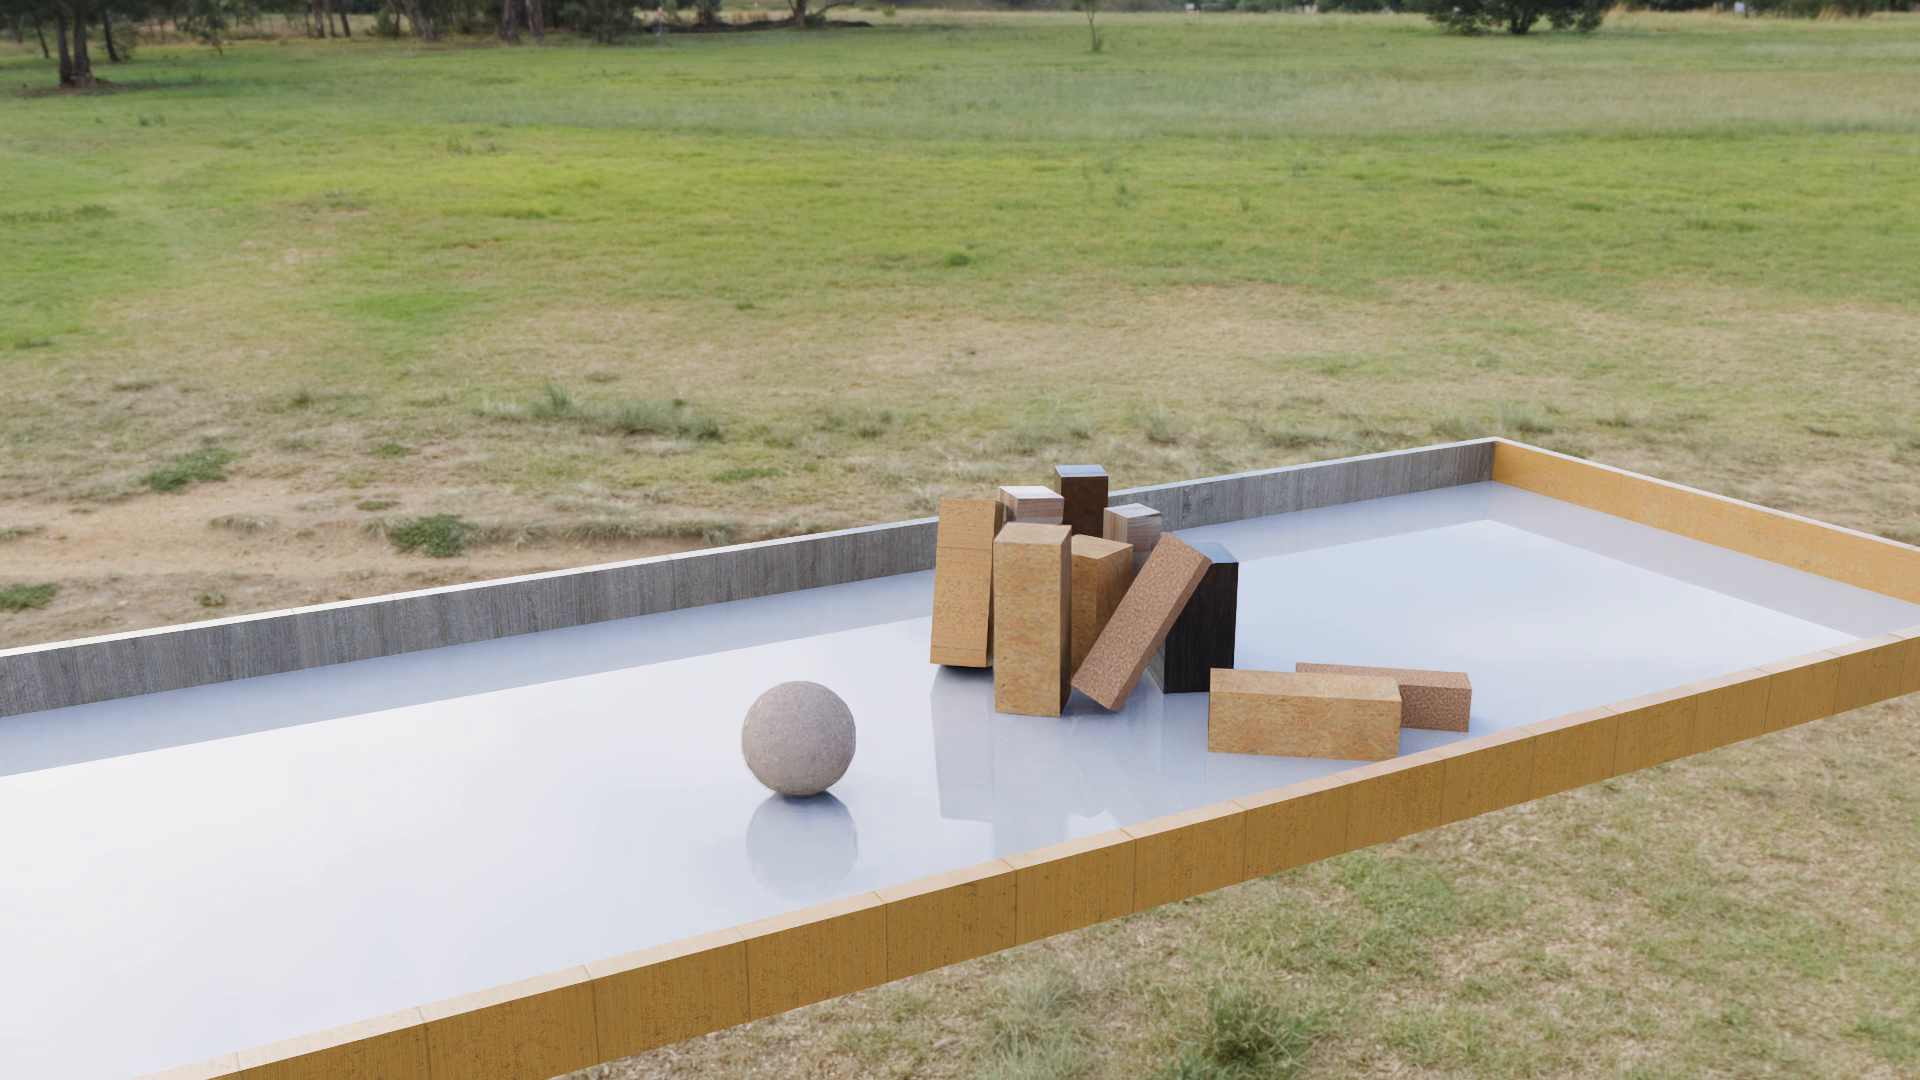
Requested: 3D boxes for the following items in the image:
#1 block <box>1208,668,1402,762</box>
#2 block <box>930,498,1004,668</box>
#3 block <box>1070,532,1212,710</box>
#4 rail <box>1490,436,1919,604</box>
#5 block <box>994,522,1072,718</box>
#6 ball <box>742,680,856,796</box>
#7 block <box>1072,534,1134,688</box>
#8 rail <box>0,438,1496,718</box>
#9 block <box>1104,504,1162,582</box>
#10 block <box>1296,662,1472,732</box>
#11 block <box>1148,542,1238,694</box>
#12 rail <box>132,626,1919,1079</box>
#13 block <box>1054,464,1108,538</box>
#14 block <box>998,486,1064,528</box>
[{"bbox_3d":[0.776,0.396,3.746,0.417,0.147,0.147,2,17,8],"label":"block"},{"bbox_3d":[0.019,0.107,4.204,0.142,0.419,0.142,3,-1,10],"label":"block"},{"bbox_3d":[0.431,0.195,3.914,0.111,0.423,0.111,33,3,19],"label":"block"},{"bbox_3d":[2.466,-0.048,5.253,0.050,0.150,2.100,-9,18,-27],"label":"rail"},{"bbox_3d":[0.176,0.189,3.943,0.158,0.429,0.158,3,18,13],"label":"block"},{"bbox_3d":[-0.341,0.420,3.493,0.244,0.244,0.244,0,16,0],"label":"ball"},{"bbox_3d":[0.316,0.180,4.133,0.162,0.342,0.162,12,20,36],"label":"block"},{"bbox_3d":[-3.305,0.497,3.399,12.000,0.150,0.050,-9,18,-27],"label":"rail"},{"bbox_3d":[0.446,0.107,4.312,0.107,0.382,0.107,-9,19,-28],"label":"block"},{"bbox_3d":[0.995,0.371,3.903,0.398,0.108,0.108,3,17,10],"label":"block"},{"bbox_3d":[0.578,0.192,4.111,0.175,0.333,0.175,-2,16,-7],"label":"block"},{"bbox_3d":[-2.336,1.006,1.665,12.000,0.150,0.050,-9,18,-27],"label":"rail"},{"bbox_3d":[0.332,0.011,4.579,0.129,0.417,0.129,-2,16,-5],"label":"block"},{"bbox_3d":[0.168,0.079,4.322,0.130,0.421,0.130,-1,16,-22],"label":"block"}]
